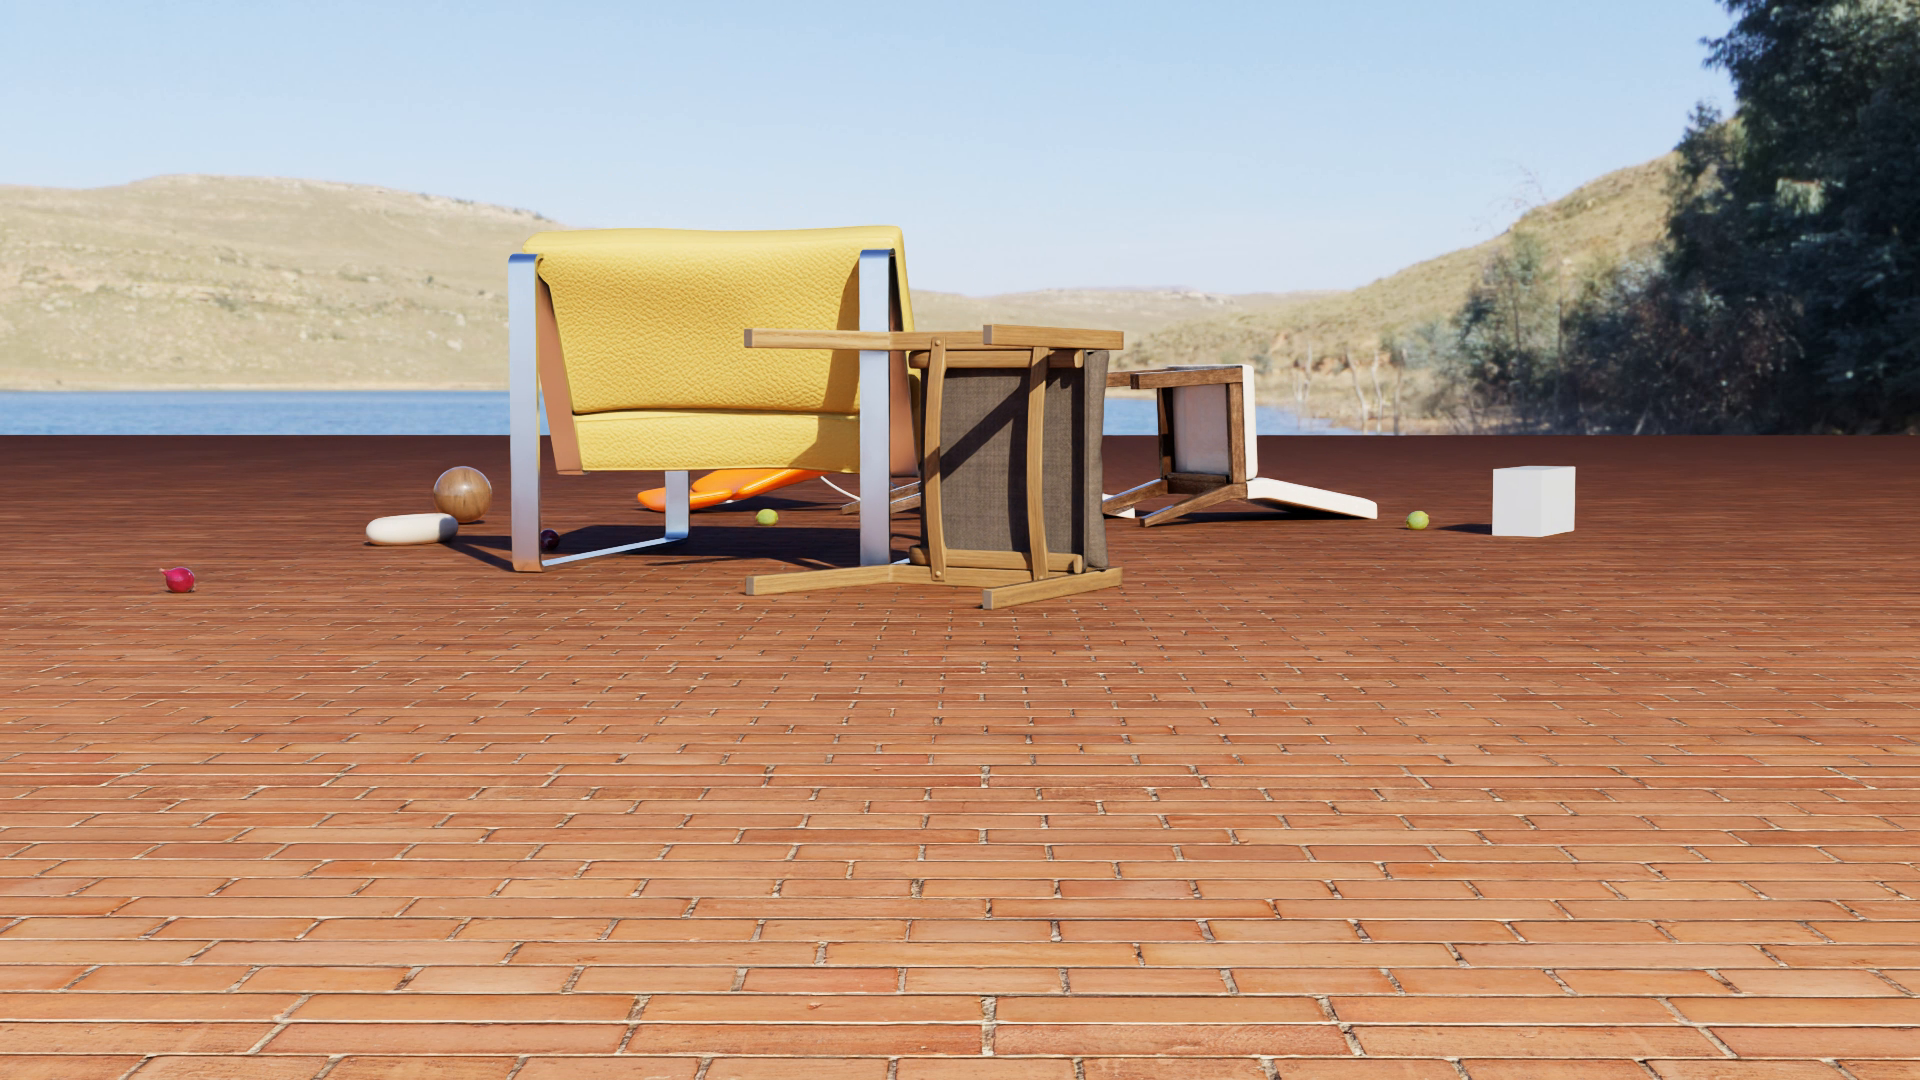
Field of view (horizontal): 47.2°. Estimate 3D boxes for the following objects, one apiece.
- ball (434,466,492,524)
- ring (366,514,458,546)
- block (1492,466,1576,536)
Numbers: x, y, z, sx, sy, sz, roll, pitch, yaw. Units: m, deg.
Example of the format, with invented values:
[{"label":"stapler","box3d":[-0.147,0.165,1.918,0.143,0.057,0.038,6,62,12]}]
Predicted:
[{"label":"ball","box3d":[-1.650,-0.148,7.300,0.192,0.192,0.192,0,4,0]},{"label":"ring","box3d":[-1.598,-0.030,6.420,0.180,0.079,0.360,1,5,25]},{"label":"block","box3d":[1.794,-0.123,6.867,0.150,0.202,0.357,2,5,31]}]
